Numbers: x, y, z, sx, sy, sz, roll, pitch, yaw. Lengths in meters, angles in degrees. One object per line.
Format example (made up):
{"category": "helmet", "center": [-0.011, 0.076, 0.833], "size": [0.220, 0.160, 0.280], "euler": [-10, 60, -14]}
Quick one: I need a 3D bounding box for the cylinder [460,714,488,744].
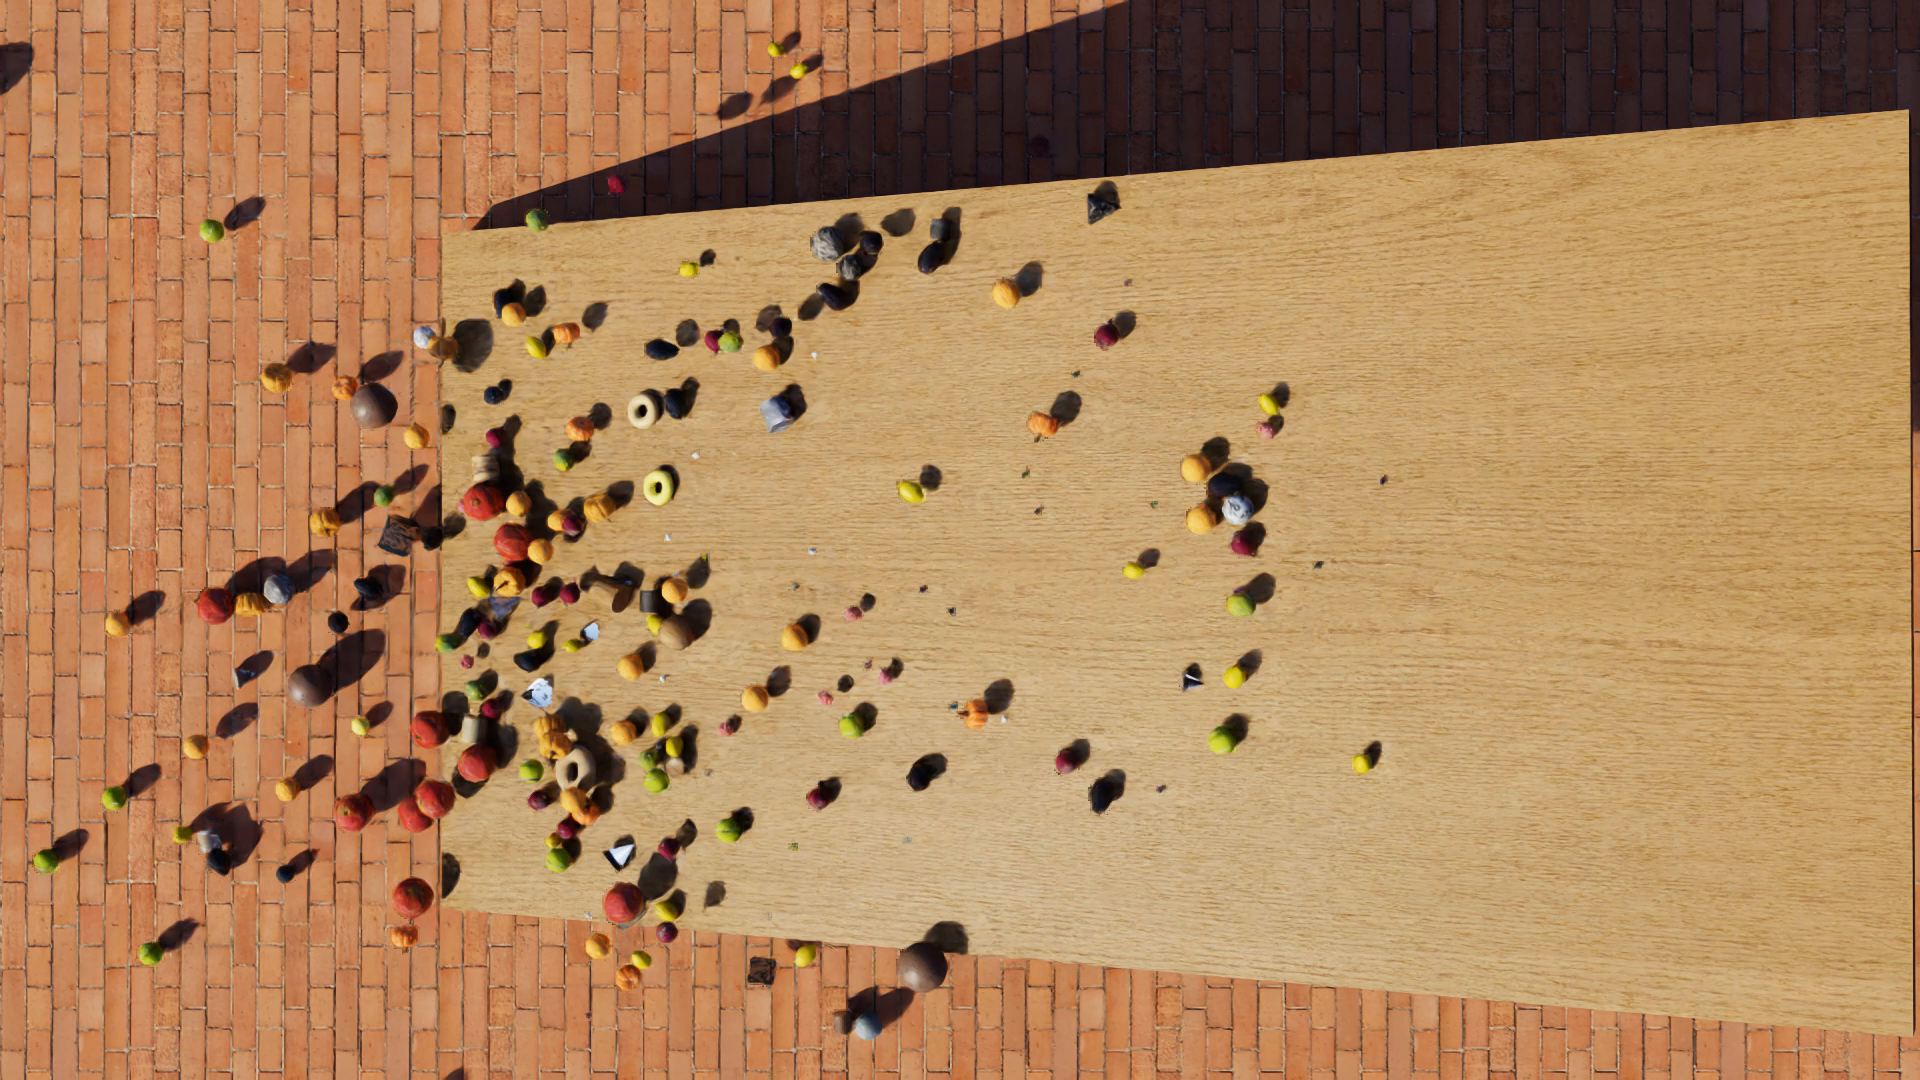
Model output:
{"category": "cylinder", "center": [-1.414, 0.551, 6.405], "size": [0.072, 0.072, 0.072], "euler": [8, 95, 0]}

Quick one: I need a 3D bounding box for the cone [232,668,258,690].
{"category": "cone", "center": [-2.134, 0.406, 6.586], "size": [0.069, 0.069, 0.069], "euler": [-14, 89, -27]}

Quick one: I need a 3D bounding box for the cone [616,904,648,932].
{"category": "cone", "center": [-0.916, 1.052, 6.178], "size": [0.082, 0.082, 0.082], "euler": [-15, 89, -1]}

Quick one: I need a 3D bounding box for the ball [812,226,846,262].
{"category": "ball", "center": [-0.350, -0.792, 5.887], "size": [0.093, 0.093, 0.093], "euler": [0, 89, 0]}

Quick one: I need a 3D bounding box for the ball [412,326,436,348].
{"category": "ball", "center": [-1.586, -0.600, 6.512], "size": [0.066, 0.066, 0.066], "euler": [0, 89, 0]}

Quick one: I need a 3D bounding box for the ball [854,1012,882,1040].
{"category": "ball", "center": [-0.273, 1.448, 6.547], "size": [0.082, 0.082, 0.082], "euler": [0, 89, 0]}

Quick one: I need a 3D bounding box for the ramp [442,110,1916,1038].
{"category": "ramp", "center": [0.280, 0.080, 5.673], "size": [4.000, 0.100, 2.000], "euler": [0, 89, 26]}

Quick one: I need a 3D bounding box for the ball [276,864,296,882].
{"category": "ball", "center": [-2.014, 0.996, 6.568], "size": [0.054, 0.054, 0.054], "euler": [0, 89, 0]}

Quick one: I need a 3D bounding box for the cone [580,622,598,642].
{"category": "cone", "center": [-1.066, 0.261, 6.249], "size": [0.057, 0.057, 0.057], "euler": [0, 89, 26]}

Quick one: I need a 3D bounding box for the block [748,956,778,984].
{"category": "block", "center": [-0.582, 1.270, 6.489], "size": [0.073, 0.073, 0.073], "euler": [7, 80, 0]}

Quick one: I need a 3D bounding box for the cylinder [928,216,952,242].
{"category": "cylinder", "center": [-0.052, -0.814, 5.761], "size": [0.052, 0.052, 0.052], "euler": [17, 108, 0]}

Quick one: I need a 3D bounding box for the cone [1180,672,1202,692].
{"category": "cone", "center": [0.578, 0.355, 5.453], "size": [0.055, 0.055, 0.055], "euler": [6, 89, 9]}

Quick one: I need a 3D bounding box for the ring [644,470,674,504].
{"category": "ring", "center": [-0.843, -0.149, 6.158], "size": [0.098, 0.033, 0.098], "euler": [0, 91, 26]}

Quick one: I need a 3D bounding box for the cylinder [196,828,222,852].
{"category": "cylinder", "center": [-2.239, 0.895, 6.559], "size": [0.062, 0.062, 0.062], "euler": [-15, 85, 0]}

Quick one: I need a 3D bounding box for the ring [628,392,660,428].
{"category": "ring", "center": [-0.890, -0.363, 6.183], "size": [0.101, 0.034, 0.101], "euler": [-1, 89, 28]}

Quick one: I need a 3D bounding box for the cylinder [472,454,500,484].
{"category": "cylinder", "center": [-1.378, -0.205, 6.395], "size": [0.079, 0.079, 0.079], "euler": [-5, 86, 0]}

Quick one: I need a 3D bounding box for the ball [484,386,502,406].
{"category": "ball", "center": [-1.360, -0.419, 6.403], "size": [0.056, 0.056, 0.056], "euler": [0, 89, 0]}

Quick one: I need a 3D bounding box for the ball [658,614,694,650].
{"category": "ball", "center": [-0.784, 0.257, 6.086], "size": [0.100, 0.100, 0.100], "euler": [0, 89, 0]}

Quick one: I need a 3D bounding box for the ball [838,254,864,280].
{"category": "ball", "center": [-0.289, -0.727, 5.868], "size": [0.071, 0.071, 0.071], "euler": [0, 89, 0]}

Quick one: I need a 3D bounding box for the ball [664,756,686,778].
{"category": "ball", "center": [-0.793, 0.632, 6.108], "size": [0.060, 0.060, 0.060], "euler": [0, 89, 0]}

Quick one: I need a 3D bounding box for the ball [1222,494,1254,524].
{"category": "ball", "center": [0.680, -0.076, 5.378], "size": [0.076, 0.076, 0.076], "euler": [0, 89, 0]}

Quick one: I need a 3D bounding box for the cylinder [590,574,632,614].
{"category": "cylinder", "center": [-0.985, 0.151, 6.195], "size": [0.084, 0.084, 0.084], "euler": [25, 89, 24]}

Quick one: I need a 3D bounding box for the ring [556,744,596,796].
{"category": "ring", "center": [-1.092, 0.655, 6.252], "size": [0.149, 0.050, 0.149], "euler": [-1, 89, 39]}

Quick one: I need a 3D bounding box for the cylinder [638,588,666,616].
{"category": "cylinder", "center": [-0.861, 0.173, 6.144], "size": [0.063, 0.063, 0.063], "euler": [-8, 104, 0]}

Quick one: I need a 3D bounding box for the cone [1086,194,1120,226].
{"category": "cone", "center": [0.367, -0.838, 5.563], "size": [0.084, 0.084, 0.084], "euler": [-5, 89, -1]}

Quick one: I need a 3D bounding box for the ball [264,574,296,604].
{"category": "ball", "center": [-2.030, 0.146, 6.557], "size": [0.092, 0.092, 0.092], "euler": [0, 89, 0]}

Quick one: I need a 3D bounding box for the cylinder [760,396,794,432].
{"category": "cylinder", "center": [-0.495, -0.342, 5.964], "size": [0.073, 0.073, 0.073], "euler": [-24, 78, 0]}

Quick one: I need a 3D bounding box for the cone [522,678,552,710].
{"category": "cone", "center": [-1.233, 0.445, 6.312], "size": [0.089, 0.089, 0.089], "euler": [0, 89, 26]}

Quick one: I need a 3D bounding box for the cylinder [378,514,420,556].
{"category": "cylinder", "center": [-1.668, -0.014, 6.534], "size": [0.094, 0.094, 0.094], "euler": [23, 99, 0]}

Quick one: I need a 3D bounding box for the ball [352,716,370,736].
{"category": "ball", "center": [-1.790, 0.556, 6.572], "size": [0.055, 0.055, 0.055], "euler": [0, 89, 0]}

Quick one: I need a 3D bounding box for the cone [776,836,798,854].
{"category": "cone", "center": [-0.459, 0.829, 5.966], "size": [0.080, 0.080, 0.080], "euler": [0, 91, -7]}
